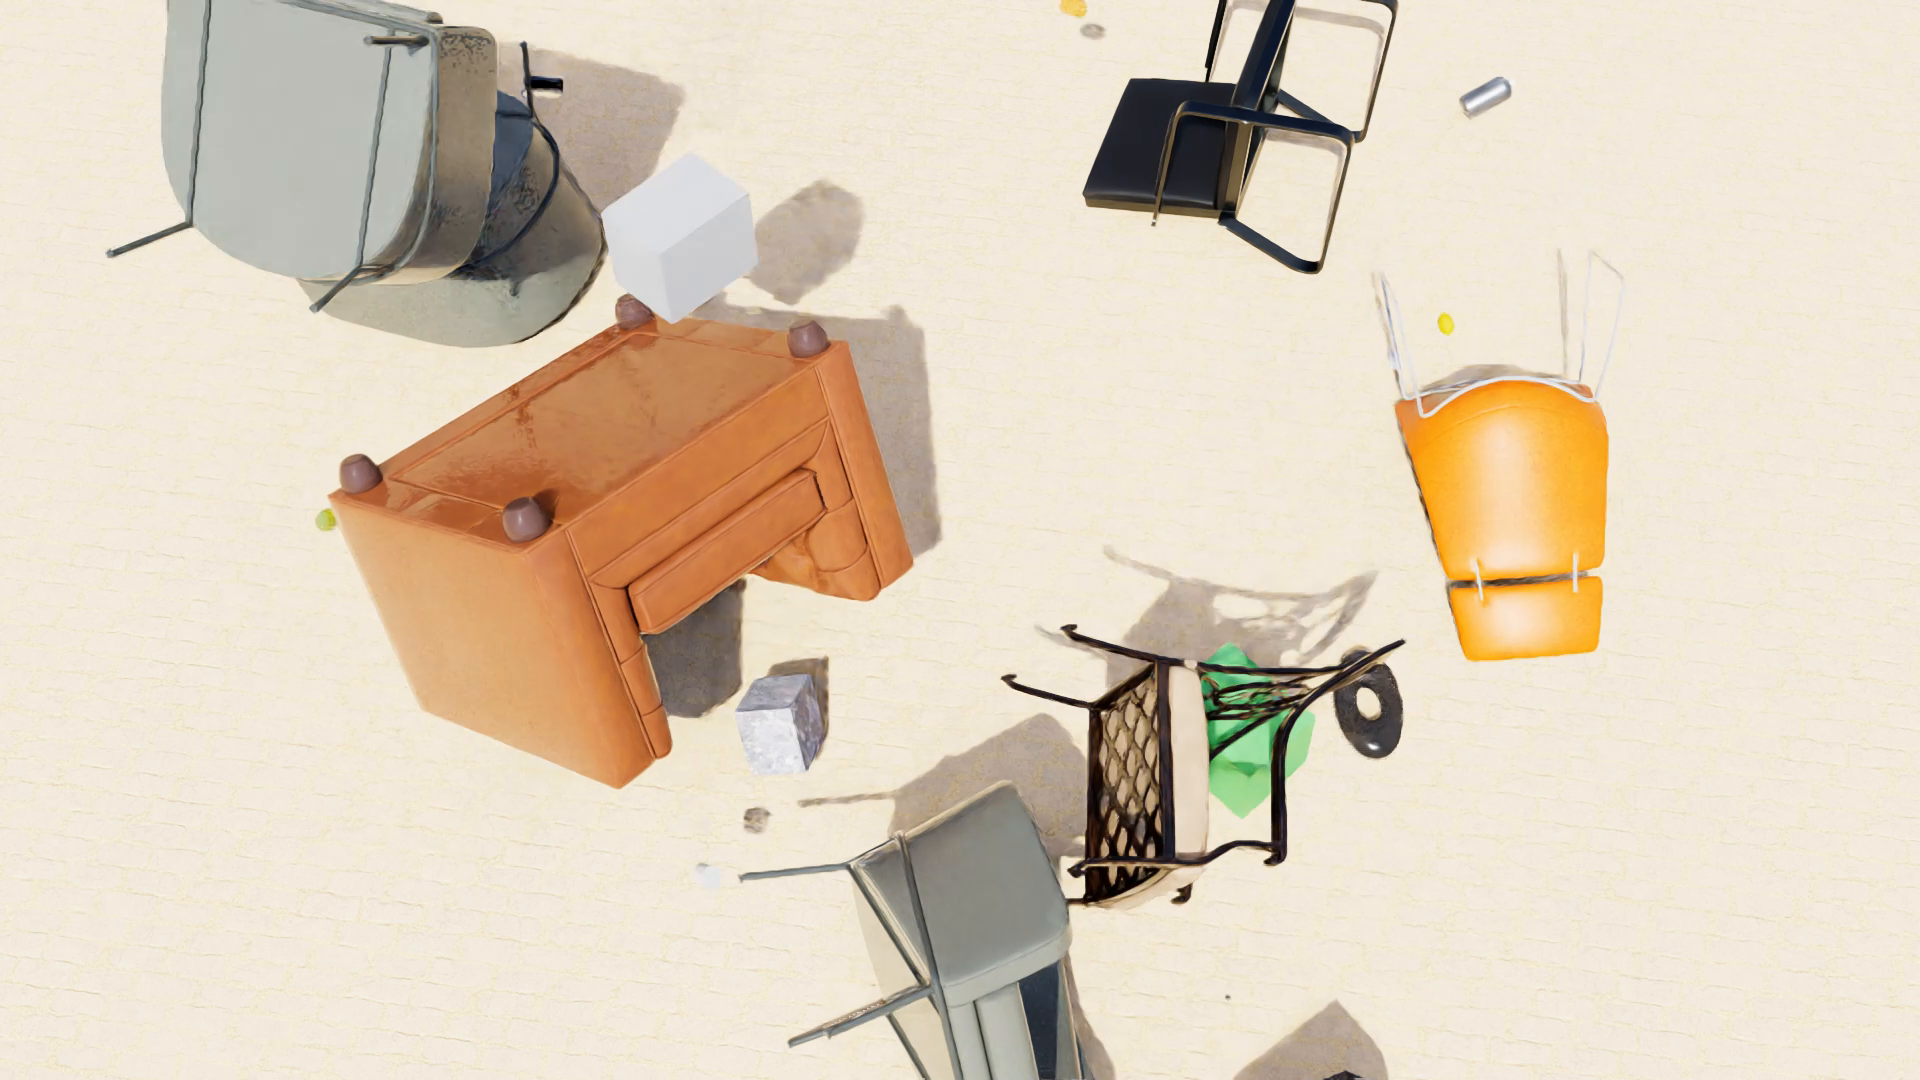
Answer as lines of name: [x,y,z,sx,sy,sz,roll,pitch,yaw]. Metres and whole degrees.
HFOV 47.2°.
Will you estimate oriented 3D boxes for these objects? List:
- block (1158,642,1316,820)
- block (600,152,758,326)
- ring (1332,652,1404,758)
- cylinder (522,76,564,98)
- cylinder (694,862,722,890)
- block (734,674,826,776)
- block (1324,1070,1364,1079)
block: [0.757,0.525,6.042,0.260,0.278,0.321,-39,65,-19]
block: [-0.716,-0.776,5.652,0.223,0.255,0.303,37,62,26]
ring: [1.154,0.464,6.215,0.196,0.082,0.345,-3,57,-1]
cylinder: [-1.332,-1.445,7.016,0.118,0.121,0.046,-1,75,-17]
cylinder: [-0.633,0.843,5.521,0.051,0.056,0.062,-20,102,-29]
block: [-0.494,0.508,6.049,0.162,0.200,0.193,-5,24,16]
block: [0.885,1.530,5.316,0.334,0.231,0.353,-29,53,25]
